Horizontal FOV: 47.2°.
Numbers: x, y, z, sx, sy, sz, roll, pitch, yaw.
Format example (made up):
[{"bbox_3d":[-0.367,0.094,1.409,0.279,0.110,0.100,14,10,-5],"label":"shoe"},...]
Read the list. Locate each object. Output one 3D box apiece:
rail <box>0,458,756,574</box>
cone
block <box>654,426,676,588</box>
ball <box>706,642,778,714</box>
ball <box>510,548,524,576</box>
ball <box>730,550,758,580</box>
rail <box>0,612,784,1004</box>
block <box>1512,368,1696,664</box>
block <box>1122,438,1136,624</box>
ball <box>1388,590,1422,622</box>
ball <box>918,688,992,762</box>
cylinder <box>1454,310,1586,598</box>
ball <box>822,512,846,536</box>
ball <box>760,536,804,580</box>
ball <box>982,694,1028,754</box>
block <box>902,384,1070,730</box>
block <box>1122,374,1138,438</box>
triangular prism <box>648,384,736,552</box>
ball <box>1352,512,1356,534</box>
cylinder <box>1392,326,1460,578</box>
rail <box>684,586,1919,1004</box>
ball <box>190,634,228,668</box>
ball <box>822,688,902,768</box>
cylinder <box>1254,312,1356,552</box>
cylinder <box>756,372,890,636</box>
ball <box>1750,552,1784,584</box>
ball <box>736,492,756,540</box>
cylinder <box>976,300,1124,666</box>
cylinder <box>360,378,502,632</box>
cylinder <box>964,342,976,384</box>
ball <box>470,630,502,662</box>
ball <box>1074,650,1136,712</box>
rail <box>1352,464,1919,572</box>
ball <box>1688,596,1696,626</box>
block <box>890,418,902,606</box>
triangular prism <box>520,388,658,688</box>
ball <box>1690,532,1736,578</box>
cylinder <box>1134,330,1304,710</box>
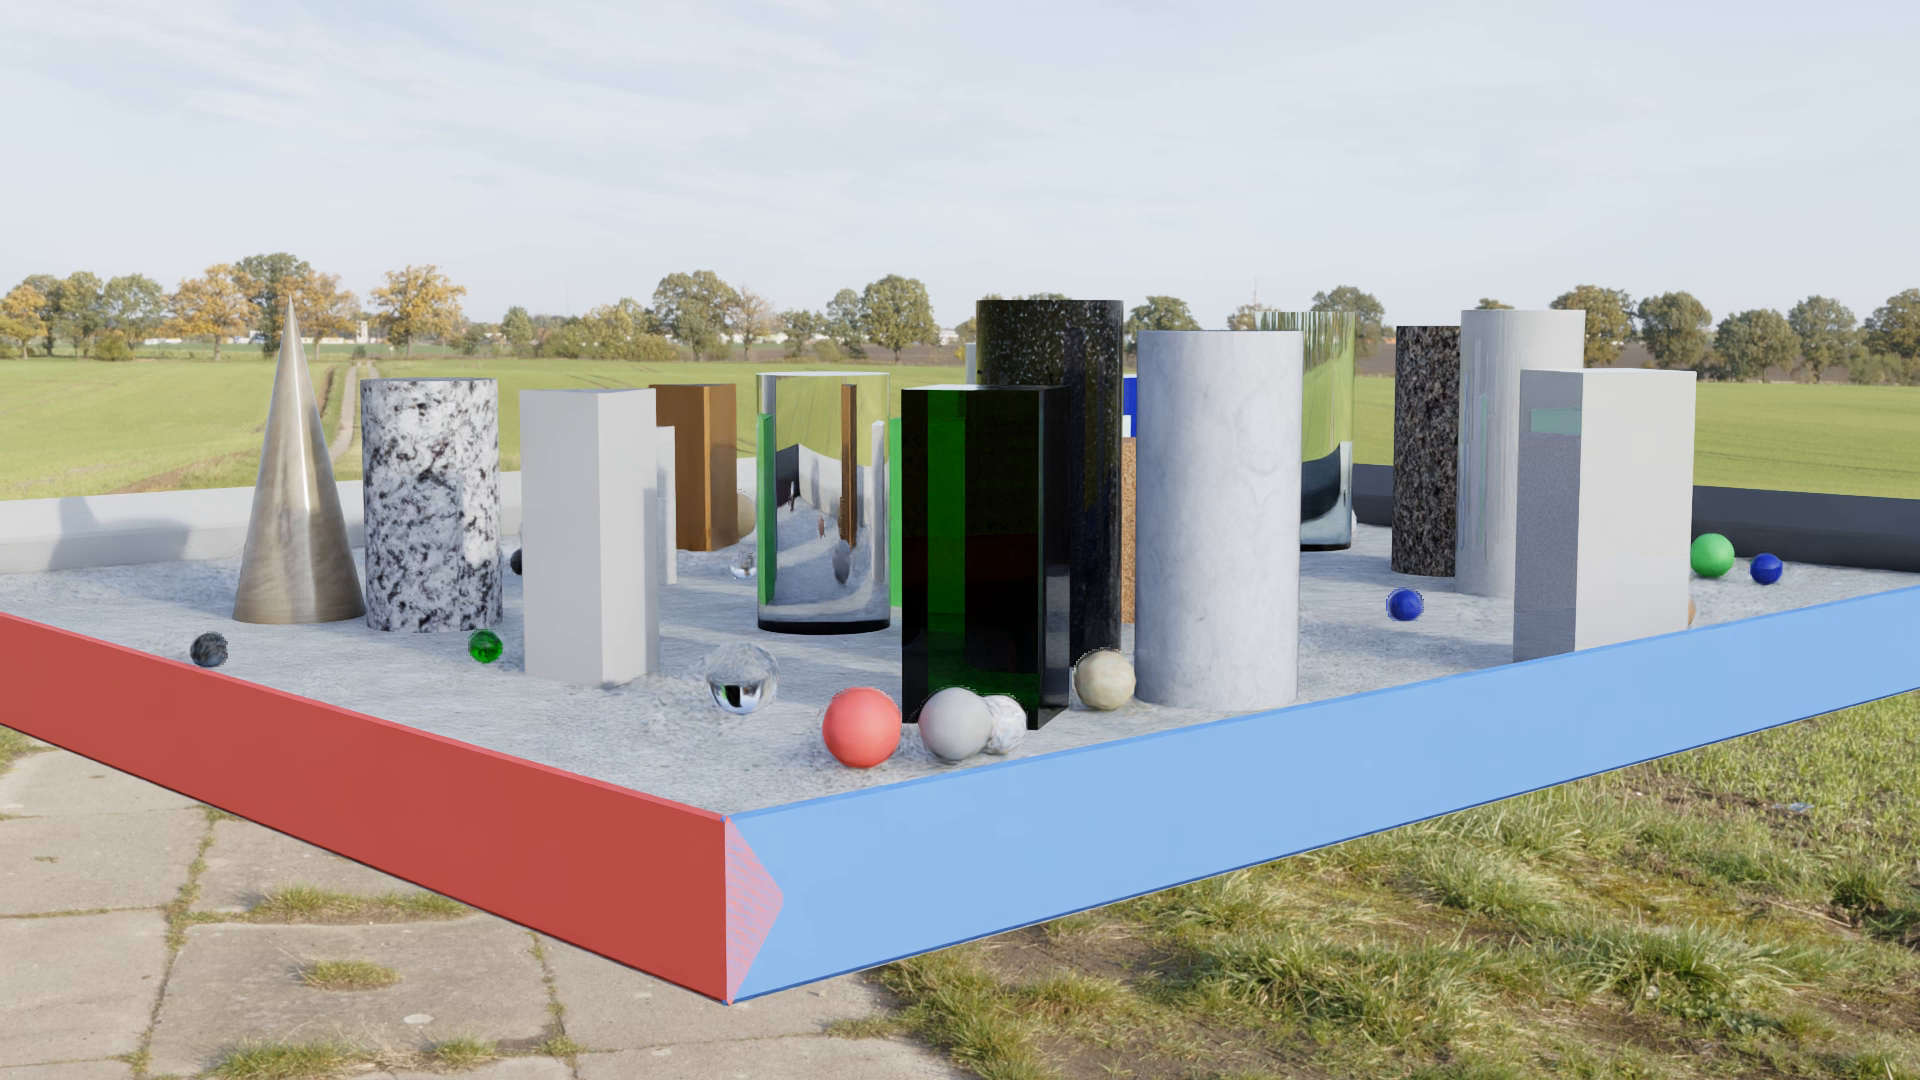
[{"bbox_3d":[-0.885,-0.069,4.286,2.857,0.121,0.045,-6,8,-42],"label":"rail"},{"bbox_3d":[-0.956,-0.123,3.163,0.187,0.466,0.187,0,6,0],"label":"cone"},{"bbox_3d":[-0.556,-0.053,3.510,0.150,0.254,0.150,2,6,20],"label":"block"},{"bbox_3d":[-0.238,0.152,2.409,0.079,0.079,0.079,0,6,0],"label":"ball"},{"bbox_3d":[-0.719,0.037,3.638,0.049,0.049,0.049,0,6,0],"label":"ball"},{"bbox_3d":[-0.354,0.041,3.602,0.047,0.047,0.047,0,6,0],"label":"ball"},{"bbox_3d":[-1.033,0.132,2.385,0.045,0.121,2.658,-6,8,-42],"label":"rail"},{"bbox_3d":[0.784,-0.023,2.686,0.150,0.368,0.150,-2,6,-14],"label":"block"},{"bbox_3d":[0.297,-0.016,3.163,0.150,0.254,0.150,1,6,5],"label":"block"},{"bbox_3d":[0.631,0.093,3.115,0.047,0.047,0.047,0,6,0],"label":"ball"},{"bbox_3d":[-0.004,0.180,2.145,0.072,0.072,0.072,0,6,0],"label":"ball"},{"bbox_3d":[0.872,-0.138,3.432,0.187,0.440,0.187,0,6,0],"label":"cylinder"},{"bbox_3d":[-0.245,-0.032,4.296,0.047,0.047,0.047,0,6,0],"label":"ball"},{"bbox_3d":[-0.290,0.029,3.597,0.073,0.073,0.073,0,6,0],"label":"ball"},{"bbox_3d":[0.037,0.184,2.196,0.060,0.060,0.060,0,6,0],"label":"ball"},{"bbox_3d":[0.030,0.013,2.393,0.150,0.358,0.150,2,6,16],"label":"block"},{"bbox_3d":[0.296,-0.132,3.936,0.150,0.322,0.150,-4,7,-30],"label":"block"},{"bbox_3d":[-0.471,-0.139,4.095,0.162,0.301,0.140,5,8,42],"label":"triangular prism"},{"bbox_3d":[0.723,-0.033,4.200,0.069,0.069,0.069,0,6,0],"label":"ball"},{"bbox_3d":[0.826,-0.153,3.706,0.187,0.413,0.187,0,6,0],"label":"cylinder"},{"bbox_3d":[0.885,0.133,2.378,2.857,0.121,0.045,-6,8,-42],"label":"rail"},{"bbox_3d":[-0.929,0.137,2.719,0.044,0.044,0.044,0,6,0],"label":"ball"},{"bbox_3d":[-0.095,0.183,2.129,0.077,0.077,0.077,0,6,0],"label":"ball"},{"bbox_3d":[0.636,-0.205,4.085,0.187,0.436,0.187,0,6,0],"label":"cylinder"},{"bbox_3d":[-0.190,-0.056,3.068,0.187,0.353,0.187,0,6,0],"label":"cylinder"},{"bbox_3d":[1.296,0.046,3.535,0.051,0.051,0.051,0,6,0],"label":"ball"},{"bbox_3d":[-0.433,-0.046,4.208,0.094,0.094,0.094,0,6,0],"label":"ball"},{"bbox_3d":[0.113,-0.077,2.796,0.187,0.453,0.187,0,6,0],"label":"cylinder"},{"bbox_3d":[-0.741,-0.053,3.089,0.187,0.344,0.187,0,6,0],"label":"cylinder"},{"bbox_3d":[0.101,-0.125,3.561,0.187,0.386,0.187,0,6,0],"label":"cylinder"},{"bbox_3d":[-0.595,0.134,2.759,0.041,0.041,0.041,0,6,0],"label":"ball"},{"bbox_3d":[0.160,0.156,2.429,0.068,0.068,0.068,0,6,0],"label":"ball"},{"bbox_3d":[1.033,-0.069,4.280,0.045,0.121,2.658,-6,8,-42],"label":"rail"},{"bbox_3d":[0.986,0.097,3.035,0.056,0.056,0.056,0,6,0],"label":"ball"},{"bbox_3d":[-0.016,-0.046,3.323,0.150,0.279,0.150,2,6,15],"label":"block"},{"bbox_3d":[-0.423,-0.009,2.661,0.162,0.345,0.140,6,8,43],"label":"triangular prism"},{"bbox_3d":[1.240,0.025,3.628,0.074,0.074,0.074,0,6,0],"label":"ball"},{"bbox_3d":[0.293,-0.029,2.503,0.187,0.418,0.187,0,6,0],"label":"cylinder"}]
